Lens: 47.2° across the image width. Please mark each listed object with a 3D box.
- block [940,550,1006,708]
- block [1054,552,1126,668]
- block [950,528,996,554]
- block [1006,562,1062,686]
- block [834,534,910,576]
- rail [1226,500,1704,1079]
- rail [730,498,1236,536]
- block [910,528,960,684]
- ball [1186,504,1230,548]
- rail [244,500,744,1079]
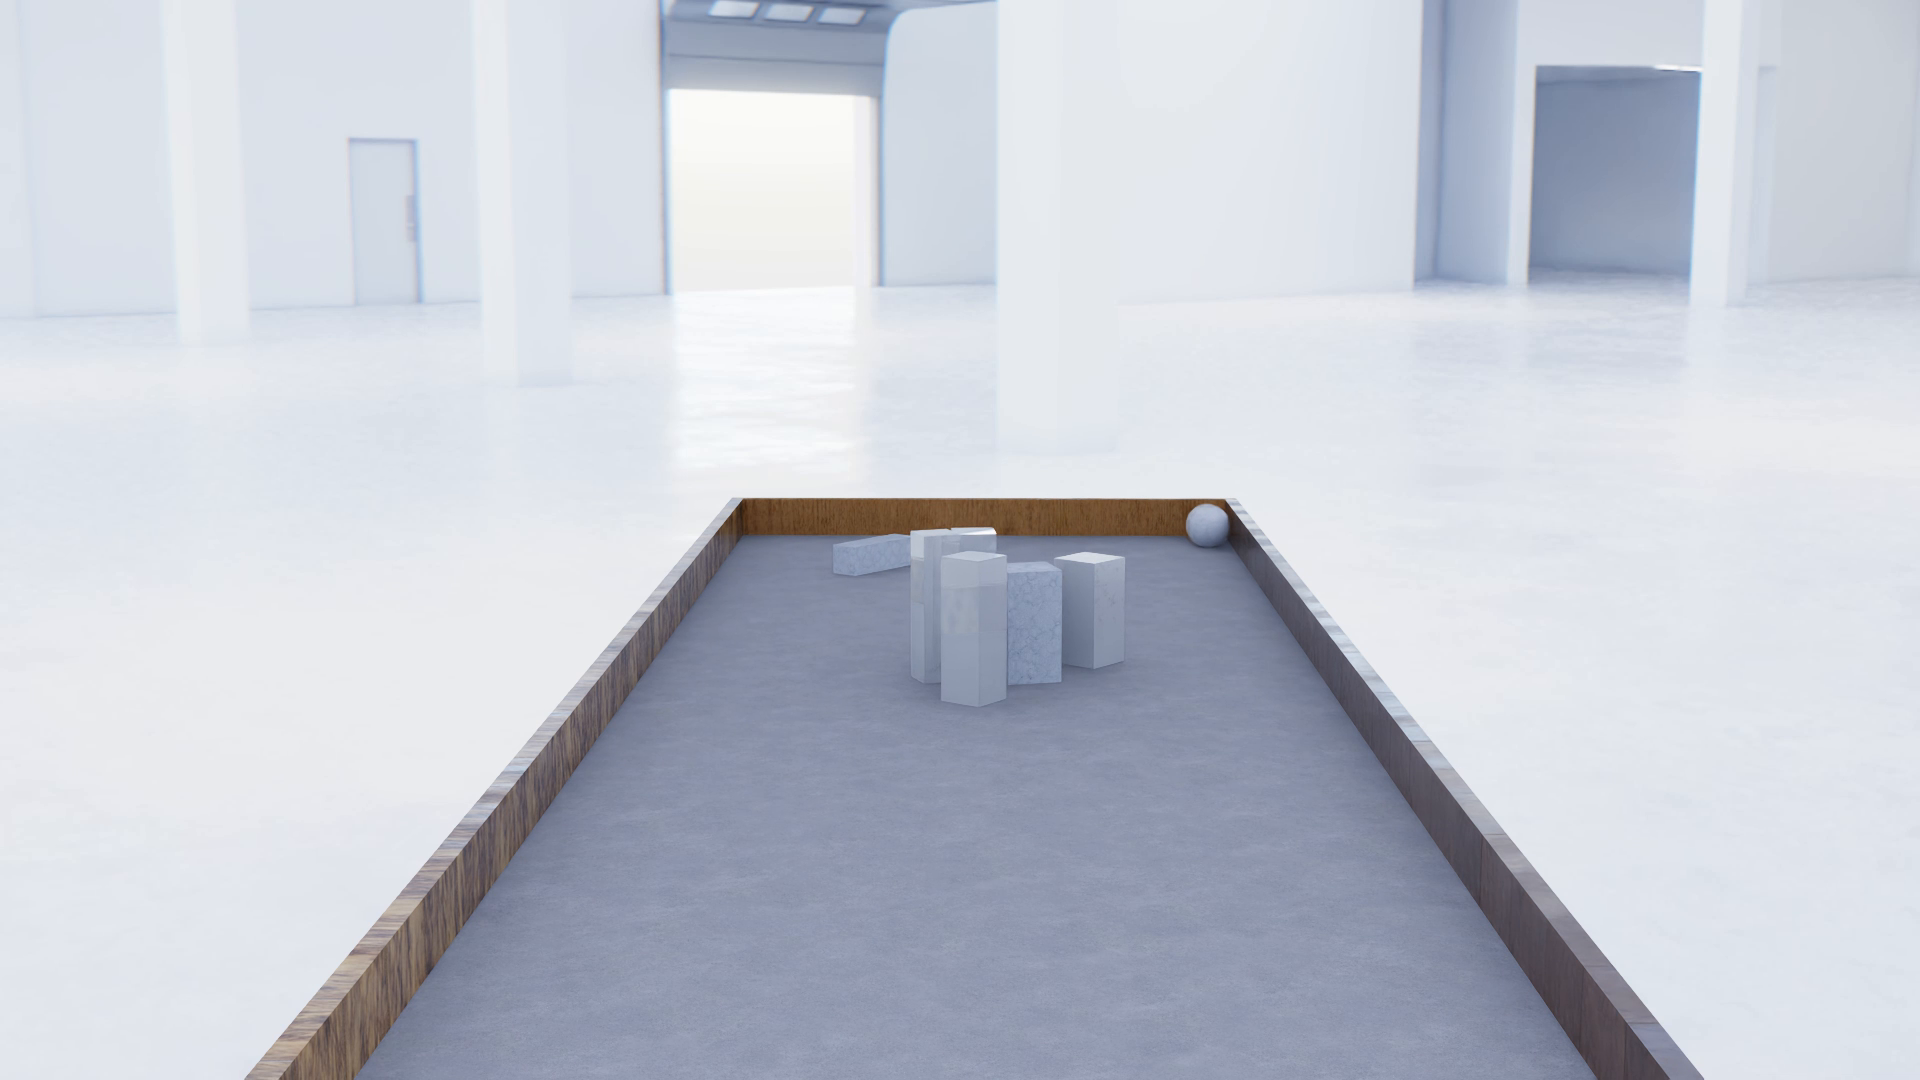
[{"bbox_3d":[0.039,0.246,6.148,0.131,0.409,0.131,7,11,37],"label":"block"},{"bbox_3d":[0.391,0.211,6.656,0.153,0.320,0.153,8,12,40],"label":"block"},{"bbox_3d":[0.041,0.169,6.666,0.128,0.399,0.128,-1,9,-4],"label":"block"},{"bbox_3d":[0.196,0.242,6.433,0.161,0.329,0.161,-2,9,-15],"label":"block"},{"bbox_3d":[-0.322,0.054,8.325,0.107,0.107,0.347,7,12,39],"label":"block"},{"bbox_3d":[1.046,0.843,3.208,0.050,0.150,12.000,0,9,1],"label":"rail"},{"bbox_3d":[0.099,-0.098,9.147,2.100,0.150,0.050,0,9,1],"label":"rail"},{"bbox_3d":[-0.072,0.192,6.414,0.112,0.433,0.112,-3,10,-21],"label":"block"},{"bbox_3d":[0.993,-0.059,8.824,0.175,0.175,0.175,0,9,0],"label":"ball"},{"bbox_3d":[-1.004,0.839,3.234,0.050,0.150,12.000,0,9,1],"label":"rail"}]
